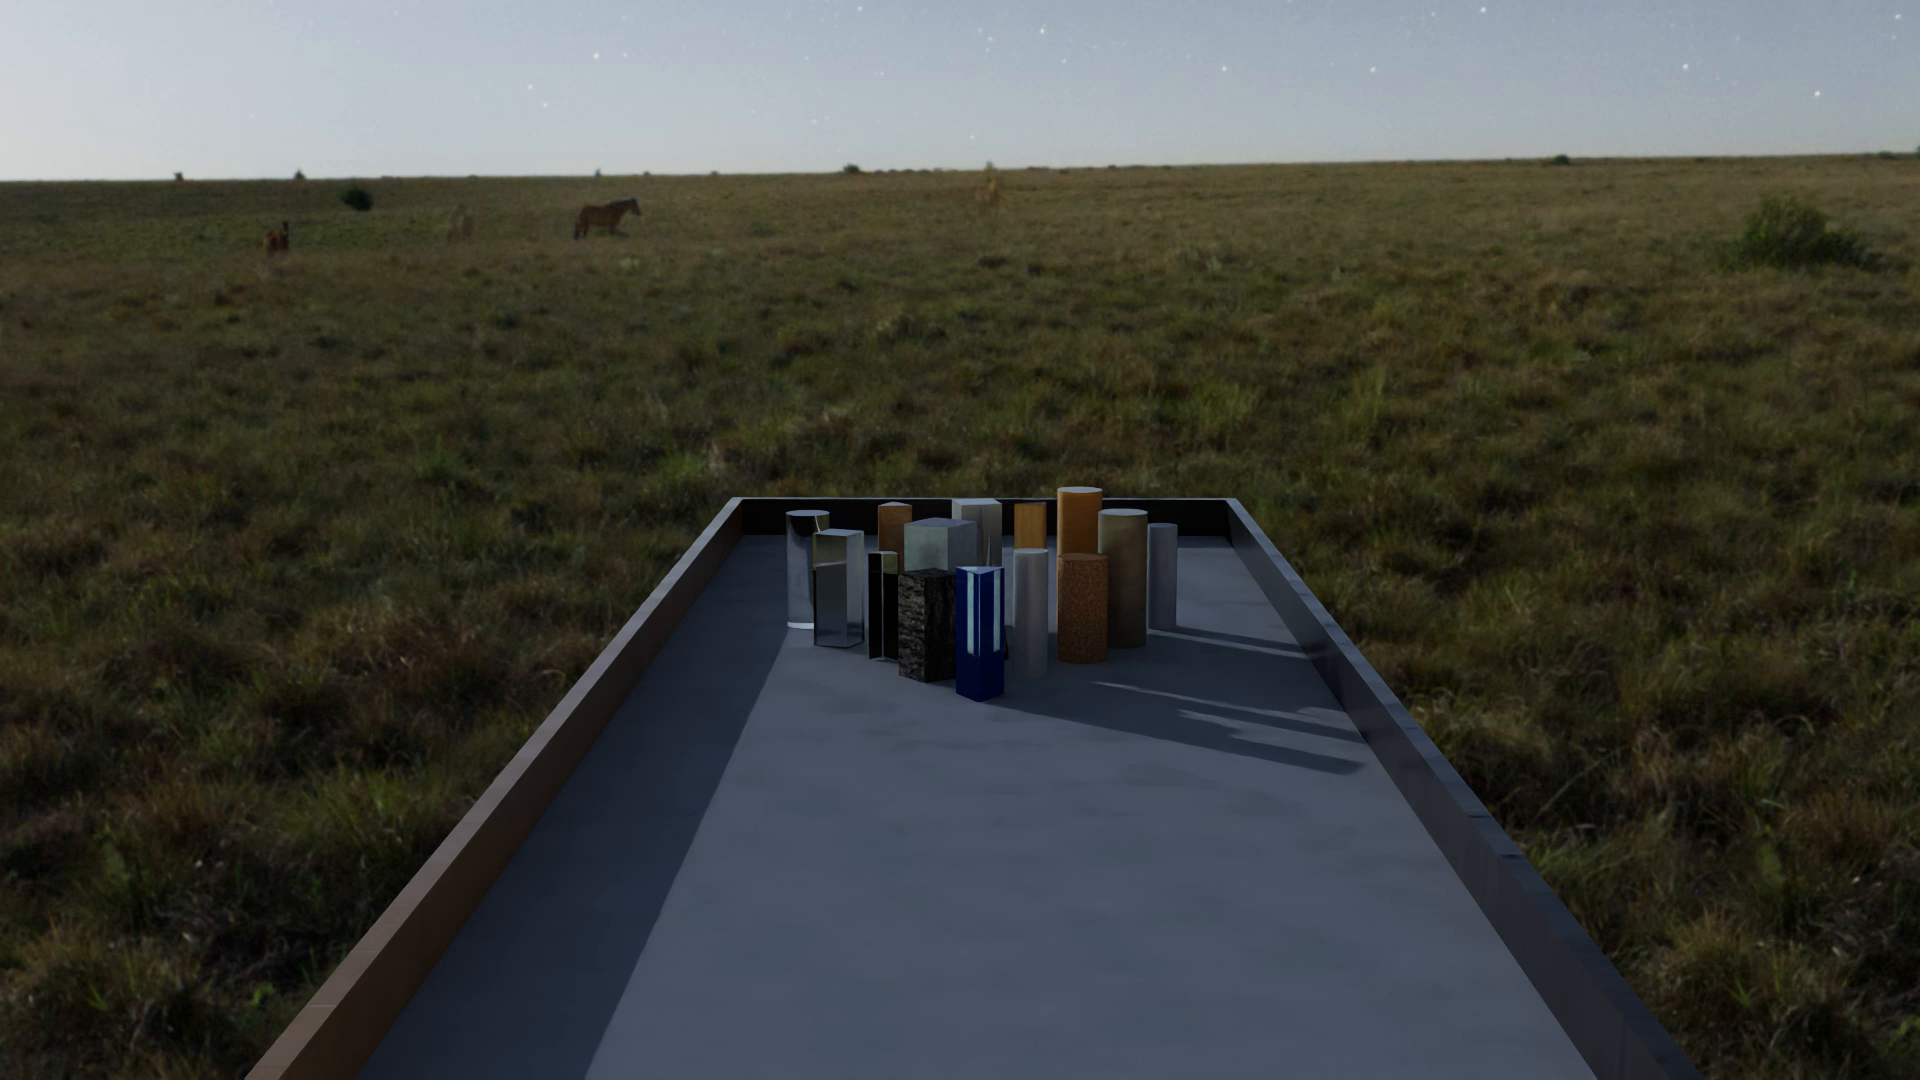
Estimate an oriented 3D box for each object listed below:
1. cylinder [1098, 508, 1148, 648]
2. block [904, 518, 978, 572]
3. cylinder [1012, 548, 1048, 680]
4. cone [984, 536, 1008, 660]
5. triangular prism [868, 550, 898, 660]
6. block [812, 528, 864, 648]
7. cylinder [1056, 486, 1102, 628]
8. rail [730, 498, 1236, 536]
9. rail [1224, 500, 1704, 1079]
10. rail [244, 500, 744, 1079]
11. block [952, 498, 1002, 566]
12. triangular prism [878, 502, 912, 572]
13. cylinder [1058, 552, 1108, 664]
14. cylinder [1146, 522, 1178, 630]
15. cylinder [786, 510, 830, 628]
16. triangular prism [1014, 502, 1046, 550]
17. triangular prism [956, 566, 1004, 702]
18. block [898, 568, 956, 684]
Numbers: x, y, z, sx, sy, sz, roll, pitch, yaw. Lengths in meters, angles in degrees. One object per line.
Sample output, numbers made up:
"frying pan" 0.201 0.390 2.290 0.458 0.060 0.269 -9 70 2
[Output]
"cylinder" 0.509 0.120 6.910 0.156 0.420 0.156 0 9 0
"block" -0.060 0.136 6.917 0.164 0.386 0.164 6 11 33
"cylinder" 0.207 0.216 6.448 0.103 0.375 0.103 0 9 0
"cone" 0.091 0.164 6.707 0.120 0.396 0.120 0 9 0
"triangular prism" -0.224 0.197 6.714 0.093 0.329 0.081 2 9 11
"block" -0.381 0.152 6.915 0.118 0.356 0.118 4 10 25
"cylinder" 0.388 0.062 7.164 0.146 0.456 0.146 0 9 0
"rail" 0.099 -0.098 9.147 2.100 0.150 0.050 0 9 1
"rail" 1.046 0.843 3.208 0.050 0.150 12.000 0 9 1
"rail" -1.004 0.839 3.234 0.050 0.150 12.000 0 9 1
"block" 0.055 0.081 7.171 0.135 0.416 0.135 -2 9 -13
"triangular prism" -0.215 0.080 7.213 0.110 0.404 0.095 -1 9 -5
"cylinder" 0.373 0.206 6.694 0.152 0.317 0.152 0 9 0
"cylinder" 0.657 0.118 7.185 0.104 0.338 0.104 0 9 0
"cylinder" -0.498 0.095 7.222 0.143 0.372 0.143 0 9 0
"triangular prism" 0.242 0.105 6.924 0.109 0.444 0.094 7 11 36
"triangular prism" 0.039 0.260 6.205 0.117 0.364 0.135 6 11 32
"block" -0.088 0.249 6.452 0.132 0.309 0.132 -6 11 -35
